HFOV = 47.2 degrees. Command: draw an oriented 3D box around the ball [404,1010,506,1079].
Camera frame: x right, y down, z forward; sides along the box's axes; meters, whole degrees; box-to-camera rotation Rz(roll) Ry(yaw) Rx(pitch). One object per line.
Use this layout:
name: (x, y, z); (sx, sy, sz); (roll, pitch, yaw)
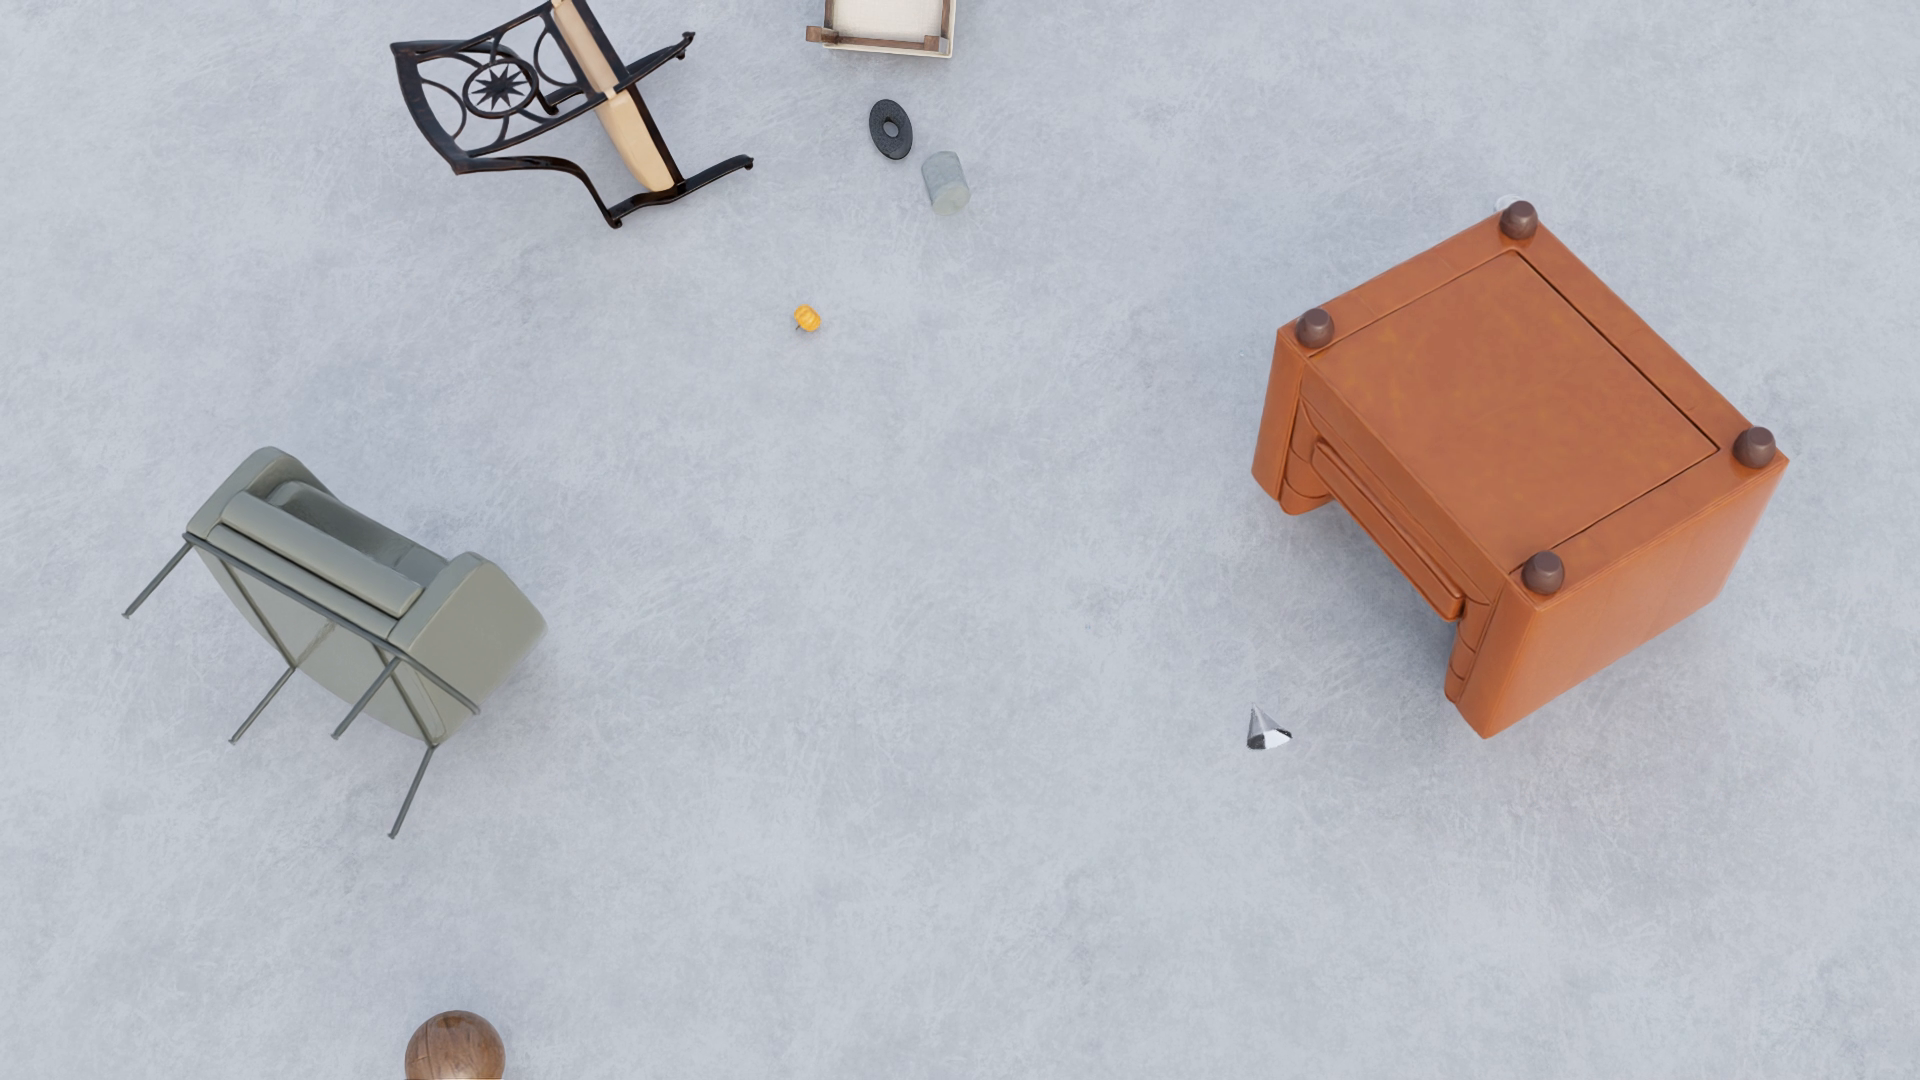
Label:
ball: (-1.273, 1.312, 5.543); (0.250, 0.250, 0.250); (0, 56, 0)

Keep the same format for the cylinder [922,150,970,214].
cylinder: (-0.047, -1.186, 7.297); (0.134, 0.113, 0.172); (-33, 54, 23)

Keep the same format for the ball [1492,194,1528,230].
ball: (1.810, -1.079, 7.231); (0.112, 0.112, 0.112); (0, 56, 0)

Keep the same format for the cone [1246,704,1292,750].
cone: (0.850, 0.511, 6.209); (0.134, 0.073, 0.146); (-10, 43, -7)

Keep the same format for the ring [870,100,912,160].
ring: (-0.235, -1.396, 7.475); (0.144, 0.062, 0.270); (-9, 57, -8)
